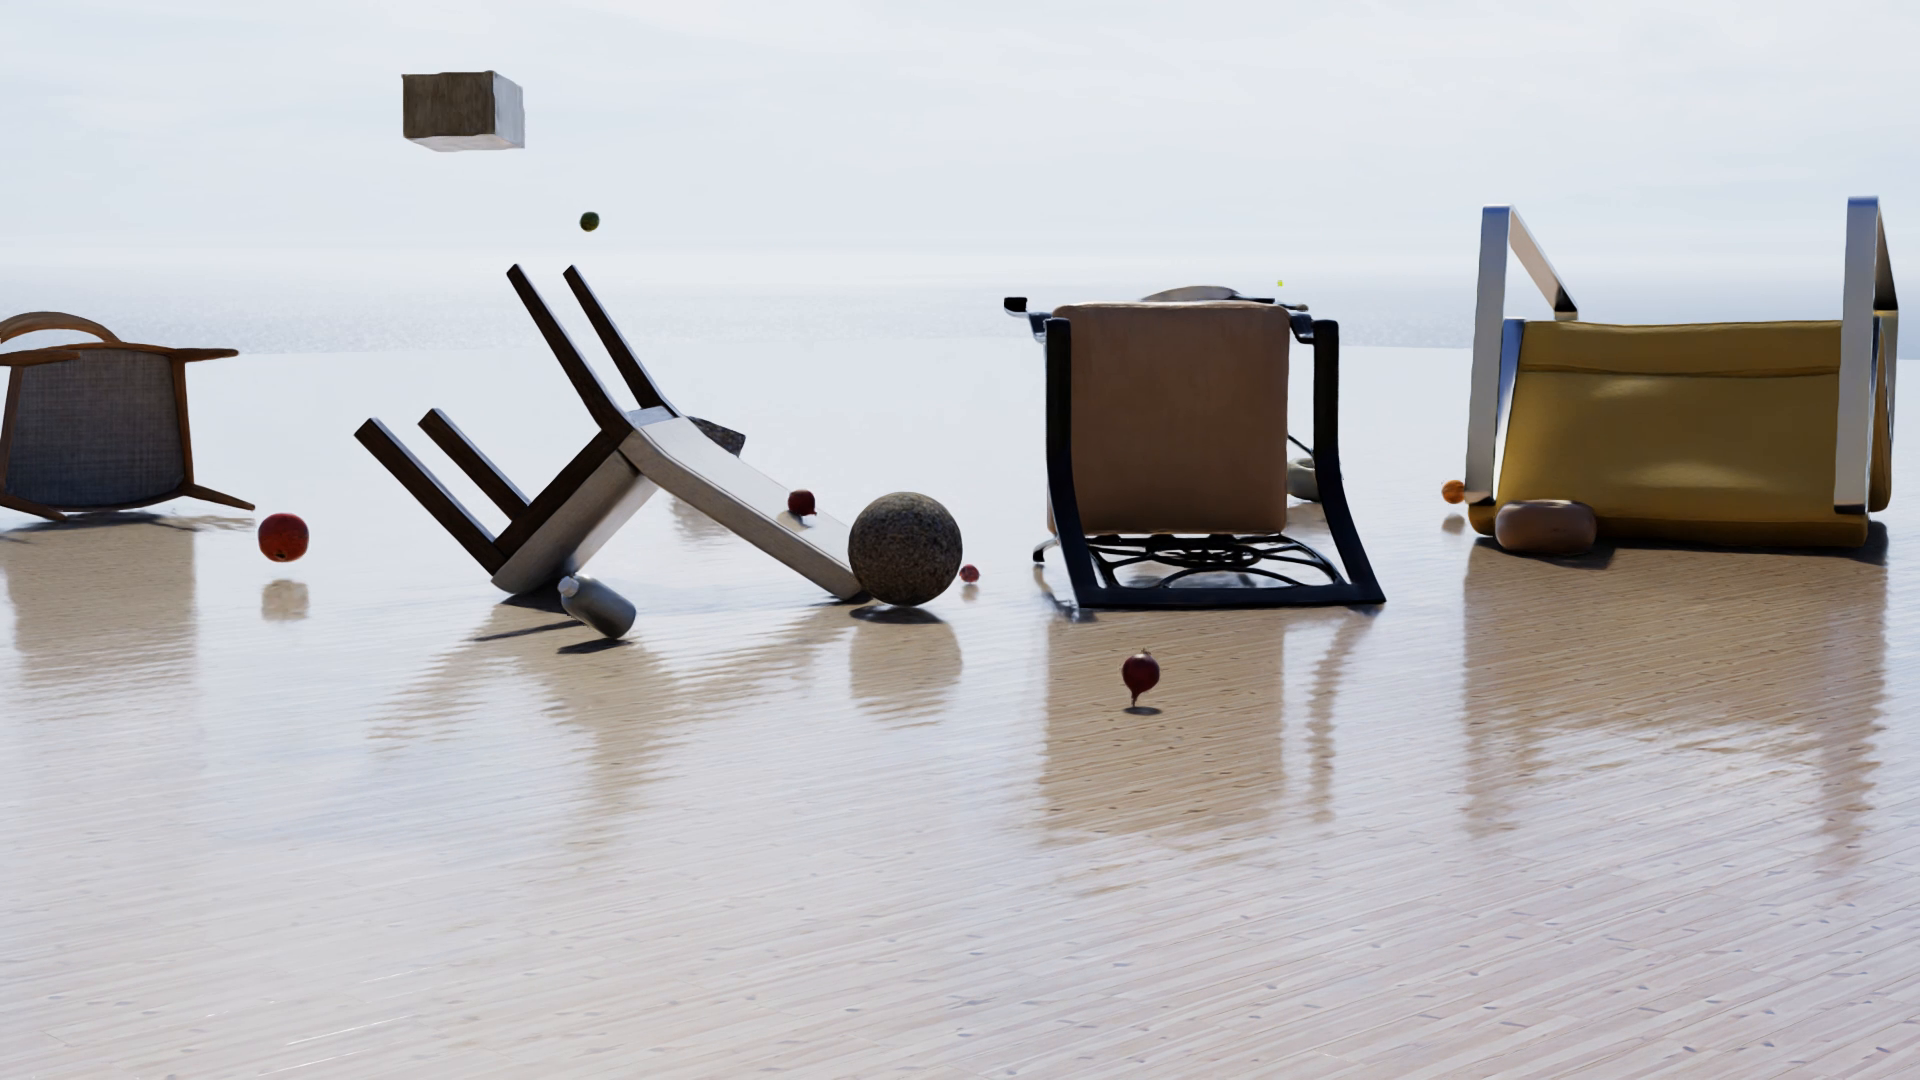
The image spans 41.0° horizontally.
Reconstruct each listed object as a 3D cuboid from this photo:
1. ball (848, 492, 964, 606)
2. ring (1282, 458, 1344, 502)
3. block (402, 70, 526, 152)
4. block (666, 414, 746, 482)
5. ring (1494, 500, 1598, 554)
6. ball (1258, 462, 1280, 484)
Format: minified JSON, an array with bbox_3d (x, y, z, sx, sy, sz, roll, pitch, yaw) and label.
[{"bbox_3d":[-0.109,0.018,5.115,0.231,0.231,0.231,0,6,0],"label":"ball"},{"bbox_3d":[1.038,-0.179,7.553,0.180,0.096,0.191,8,18,10],"label":"ring"},{"bbox_3d":[-1.132,-0.978,5.864,0.210,0.142,0.244,-1,1,6],"label":"block"},{"bbox_3d":[-0.817,-0.295,8.255,0.166,0.159,0.203,20,-2,-22],"label":"block"},{"bbox_3d":[1.404,-0.032,6.146,0.242,0.118,0.231,-1,6,-4],"label":"ring"},{"bbox_3d":[0.776,-0.168,6.429,0.057,0.057,0.057,0,6,0],"label":"ball"}]
